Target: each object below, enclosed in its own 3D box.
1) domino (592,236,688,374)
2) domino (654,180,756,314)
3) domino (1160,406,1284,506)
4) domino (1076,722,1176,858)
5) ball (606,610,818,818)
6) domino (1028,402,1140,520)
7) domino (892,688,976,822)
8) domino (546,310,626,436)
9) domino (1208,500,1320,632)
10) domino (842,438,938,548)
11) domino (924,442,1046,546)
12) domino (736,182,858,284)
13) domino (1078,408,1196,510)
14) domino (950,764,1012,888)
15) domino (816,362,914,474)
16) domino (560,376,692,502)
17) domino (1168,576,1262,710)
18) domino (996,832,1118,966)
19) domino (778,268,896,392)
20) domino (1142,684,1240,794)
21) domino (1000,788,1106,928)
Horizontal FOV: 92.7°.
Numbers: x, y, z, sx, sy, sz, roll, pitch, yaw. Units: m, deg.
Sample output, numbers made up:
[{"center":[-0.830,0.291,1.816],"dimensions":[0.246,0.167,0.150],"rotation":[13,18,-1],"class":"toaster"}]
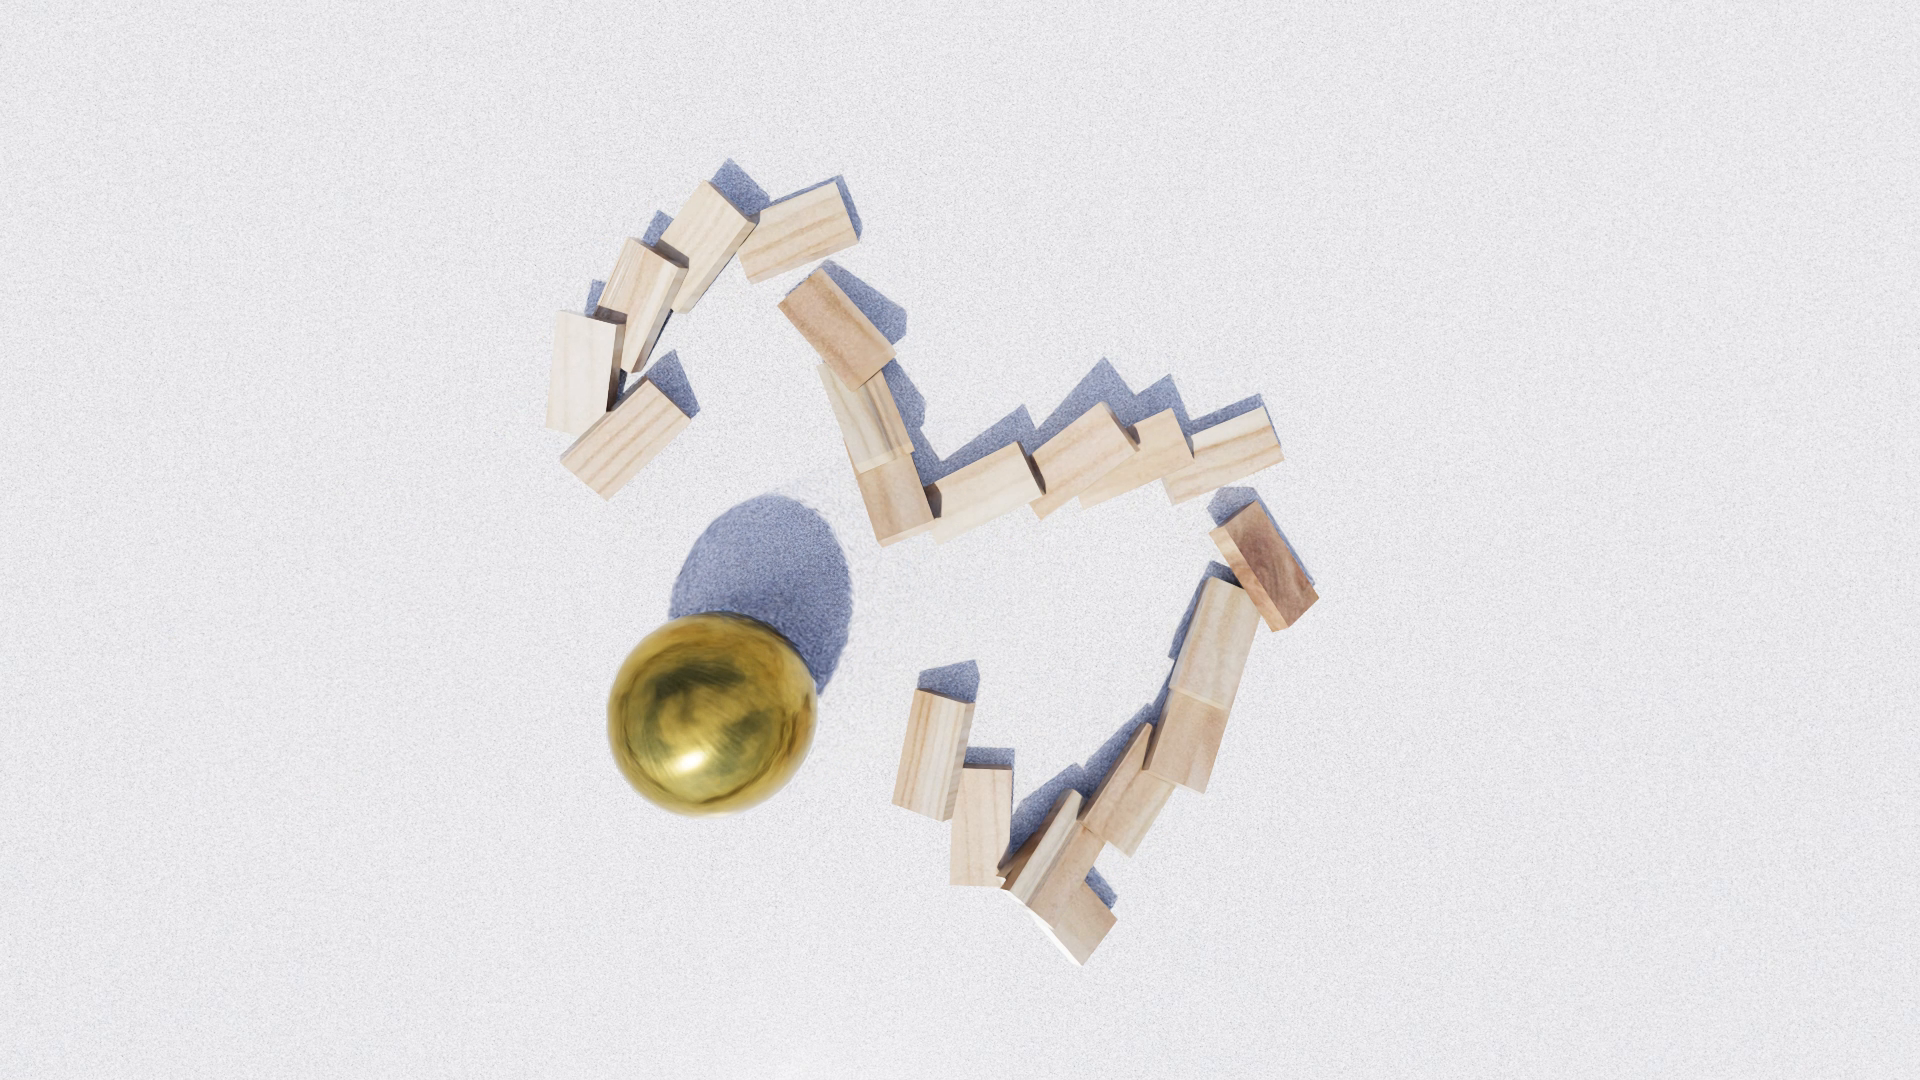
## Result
[{"center":[-0.138,-0.099,0.388],"dimensions":[0.025,0.010,0.050],"rotation":[32,107,0],"class":"domino"},{"center":[-0.112,-0.124,0.389],"dimensions":[0.025,0.010,0.050],"rotation":[44,106,0],"class":"domino"},{"center":[0.111,-0.036,0.395],"dimensions":[0.050,0.010,0.025],"rotation":[-22,90,0],"class":"domino"},{"center":[0.074,0.105,0.388],"dimensions":[0.025,0.010,0.050],"rotation":[38,73,0],"class":"domino"},{"center":[-0.096,0.068,0.360],"dimensions":[0.080,0.080,0.080],"rotation":[0,90,0],"class":"ball"},{"center":[0.047,-0.033,0.384],"dimensions":[0.050,0.009,0.025],"rotation":[-36,84,25],"class":"domino"},{"center":[-0.011,0.091,0.390],"dimensions":[0.025,0.010,0.050],"rotation":[12,90,27],"class":"domino"},{"center":[-0.159,-0.069,0.388],"dimensions":[0.025,0.010,0.050],"rotation":[14,107,0],"class":"domino"},{"center":[0.129,0.011,0.389],"dimensions":[0.025,0.010,0.050],"rotation":[-33,90,-32],"class":"domino"},{"center":[-0.030,-0.025,0.387],"dimensions":[0.025,0.010,0.050],"rotation":[-21,71,2],"class":"domino"},{"center":[0.008,-0.020,0.389],"dimensions":[0.050,0.010,0.025],"rotation":[-25,90,16],"class":"domino"},{"center":[-0.072,-0.132,0.395],"dimensions":[0.050,0.010,0.025],"rotation":[-21,90,0],"class":"domino"},{"center":[0.071,-0.034,0.389],"dimensions":[0.050,0.009,0.025],"rotation":[-23,90,15],"class":"domino"},{"center":[0.009,0.123,0.395],"dimensions":[0.025,0.010,0.050],"rotation":[2,90,0],"class":"domino"},{"center":[-0.040,-0.056,0.388],"dimensions":[0.025,0.010,0.050],"rotation":[-23,72,0],"class":"domino"},{"center":[-0.142,-0.043,0.389],"dimensions":[0.050,0.010,0.025],"rotation":[-43,122,0],"class":"domino"},{"center":[0.109,0.044,0.389],"dimensions":[0.025,0.009,0.050],"rotation":[23,75,0],"class":"domino"},{"center":[0.041,0.152,0.389],"dimensions":[0.025,0.010,0.050],"rotation":[-42,93,-25],"class":"domino"},{"center":[-0.052,-0.089,0.388],"dimensions":[0.025,0.010,0.050],"rotation":[-41,73,0],"class":"domino"},{"center":[0.098,0.079,0.388],"dimensions":[0.025,0.009,0.050],"rotation":[23,73,0],"class":"domino"},{"center":[0.042,0.133,0.384],"dimensions":[0.025,0.010,0.050],"rotation":[42,65,-6],"class":"domino"}]
